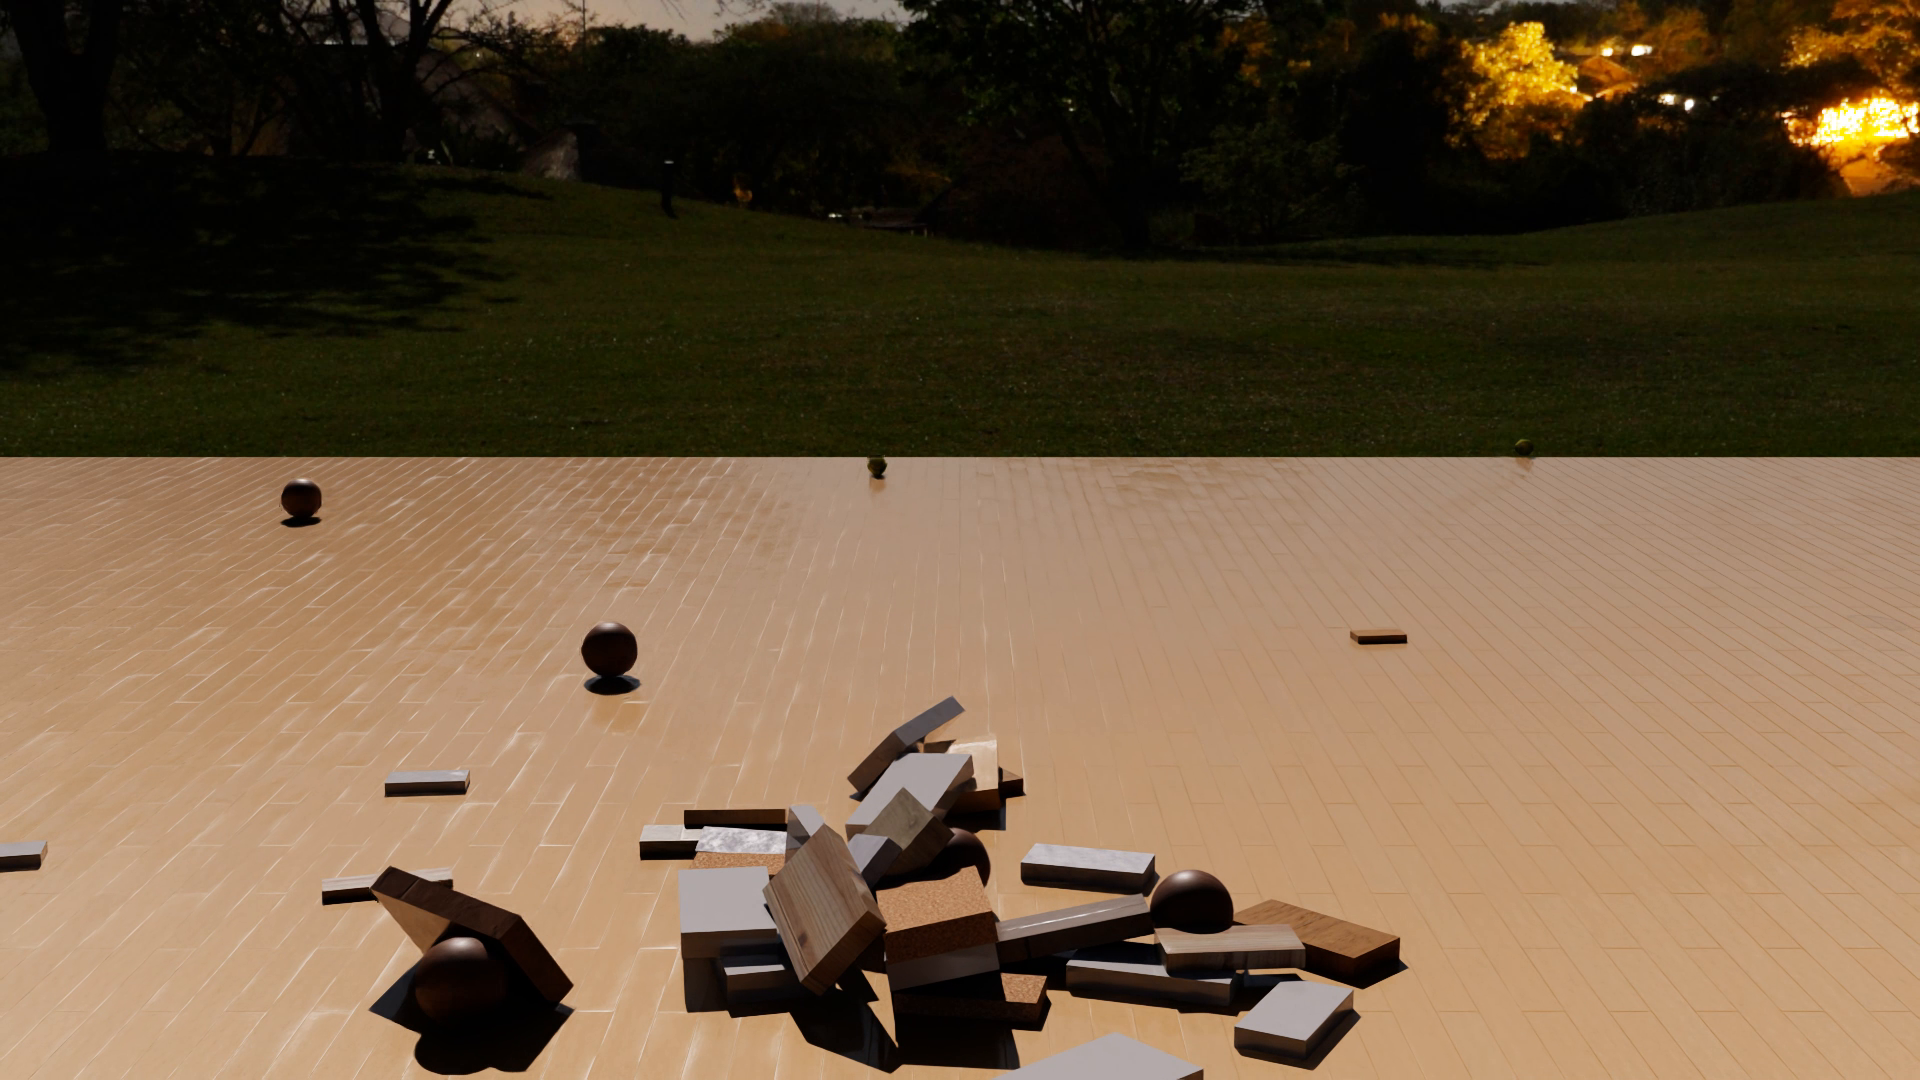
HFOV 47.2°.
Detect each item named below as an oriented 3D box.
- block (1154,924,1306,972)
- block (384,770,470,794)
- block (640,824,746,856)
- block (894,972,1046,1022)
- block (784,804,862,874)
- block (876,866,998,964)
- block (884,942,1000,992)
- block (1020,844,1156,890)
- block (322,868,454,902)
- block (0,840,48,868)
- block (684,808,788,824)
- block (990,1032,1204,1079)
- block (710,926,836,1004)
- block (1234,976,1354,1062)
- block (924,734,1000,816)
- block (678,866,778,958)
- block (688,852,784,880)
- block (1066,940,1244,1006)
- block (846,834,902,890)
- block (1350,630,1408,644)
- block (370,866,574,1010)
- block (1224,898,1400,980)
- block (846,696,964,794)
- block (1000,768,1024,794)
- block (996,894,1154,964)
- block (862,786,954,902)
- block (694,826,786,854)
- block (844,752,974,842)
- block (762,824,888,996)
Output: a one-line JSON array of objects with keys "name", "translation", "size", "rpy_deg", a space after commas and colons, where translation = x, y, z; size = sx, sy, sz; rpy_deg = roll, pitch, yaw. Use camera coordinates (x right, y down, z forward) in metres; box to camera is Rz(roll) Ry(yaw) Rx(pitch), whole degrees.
[{"name": "block", "translation": [0.402, 0.610, 3.290], "size": [0.208, 0.029, 0.104], "rpy_deg": [-1, 11, -5]}, {"name": "block", "translation": [-1.032, 0.469, 4.264], "size": [0.152, 0.022, 0.076], "rpy_deg": [-1, 11, -6]}, {"name": "block", "translation": [-0.474, 0.532, 3.910], "size": [0.182, 0.026, 0.091], "rpy_deg": [0, 11, -2]}, {"name": "block", "translation": [0.016, 0.662, 3.203], "size": [0.208, 0.029, 0.104], "rpy_deg": [2, 11, 10]}, {"name": "block", "translation": [-0.221, 0.539, 3.486], "size": [0.040, 0.142, 0.284], "rpy_deg": [1, 14, -20]}, {"name": "block", "translation": [-0.039, 0.556, 3.282], "size": [0.160, 0.045, 0.320], "rpy_deg": [-11, 4, -3]}, {"name": "block", "translation": [-0.030, 0.599, 3.309], "size": [0.160, 0.045, 0.320], "rpy_deg": [-11, 4, -1]}, {"name": "block", "translation": [0.219, 0.558, 3.760], "size": [0.211, 0.030, 0.106], "rpy_deg": [3, 11, 16]}, {"name": "block", "translation": [-0.960, 0.577, 3.689], "size": [0.210, 0.018, 0.063], "rpy_deg": [-3, 11, -16]}, {"name": "block", "translation": [-1.674, 0.550, 3.824], "size": [0.152, 0.022, 0.076], "rpy_deg": [-3, 11, -14]}, {"name": "block", "translation": [-0.406, 0.503, 3.993], "size": [0.182, 0.026, 0.091], "rpy_deg": [0, -8, -2]}, {"name": "block", "translation": [0.145, 0.722, 2.834], "size": [0.321, 0.046, 0.161], "rpy_deg": [-9, 14, -41]}, {"name": "block", "translation": [-0.301, 0.622, 3.370], "size": [0.161, 0.046, 0.321], "rpy_deg": [-3, 11, -14]}, {"name": "block", "translation": [0.475, 0.677, 3.119], "size": [0.104, 0.029, 0.208], "rpy_deg": [6, 12, 28]}, {"name": "block", "translation": [0.002, 0.449, 4.200], "size": [0.144, 0.041, 0.289], "rpy_deg": [-8, 15, 2]}, {"name": "block", "translation": [-0.362, 0.573, 3.401], "size": [0.142, 0.040, 0.284], "rpy_deg": [-1, 11, -8]}, {"name": "block", "translation": [-0.331, 0.563, 3.730], "size": [0.247, 0.030, 0.106], "rpy_deg": [1, 11, 4]}, {"name": "block", "translation": [0.293, 0.643, 3.286], "size": [0.245, 0.035, 0.122], "rpy_deg": [3, 11, 17]}, {"name": "block", "translation": [-0.163, 0.526, 3.537], "size": [0.030, 0.106, 0.212], "rpy_deg": [41, -15, -9]}, {"name": "block", "translation": [1.047, 0.240, 5.503], "size": [0.127, 0.018, 0.063], "rpy_deg": [-1, 11, -8]}, {"name": "block", "translation": [-0.725, 0.586, 3.255], "size": [0.321, 0.161, 0.046], "rpy_deg": [9, 49, 41]}, {"name": "block", "translation": [0.545, 0.619, 3.419], "size": [0.245, 0.035, 0.122], "rpy_deg": [10, 15, 44]}, {"name": "block", "translation": [-0.103, 0.400, 4.324], "size": [0.041, 0.144, 0.289], "rpy_deg": [47, 23, 9]}, {"name": "block", "translation": [0.038, 0.461, 4.293], "size": [0.091, 0.026, 0.182], "rpy_deg": [-6, 12, -29]}, {"name": "block", "translation": [0.169, 0.597, 3.374], "size": [0.245, 0.035, 0.122], "rpy_deg": [-11, 4, 0]}, {"name": "block", "translation": [-0.106, 0.503, 3.610], "size": [0.045, 0.160, 0.320], "rpy_deg": [42, -6, -9]}, {"name": "block", "translation": [-0.343, 0.536, 3.825], "size": [0.222, 0.022, 0.076], "rpy_deg": [3, 26, 5]}, {"name": "block", "translation": [-0.089, 0.472, 4.016], "size": [0.144, 0.041, 0.289], "rpy_deg": [-1, 20, 20]}, {"name": "block", "translation": [-0.204, 0.544, 3.258], "size": [0.040, 0.142, 0.284], "rpy_deg": [41, 3, -25]}]
